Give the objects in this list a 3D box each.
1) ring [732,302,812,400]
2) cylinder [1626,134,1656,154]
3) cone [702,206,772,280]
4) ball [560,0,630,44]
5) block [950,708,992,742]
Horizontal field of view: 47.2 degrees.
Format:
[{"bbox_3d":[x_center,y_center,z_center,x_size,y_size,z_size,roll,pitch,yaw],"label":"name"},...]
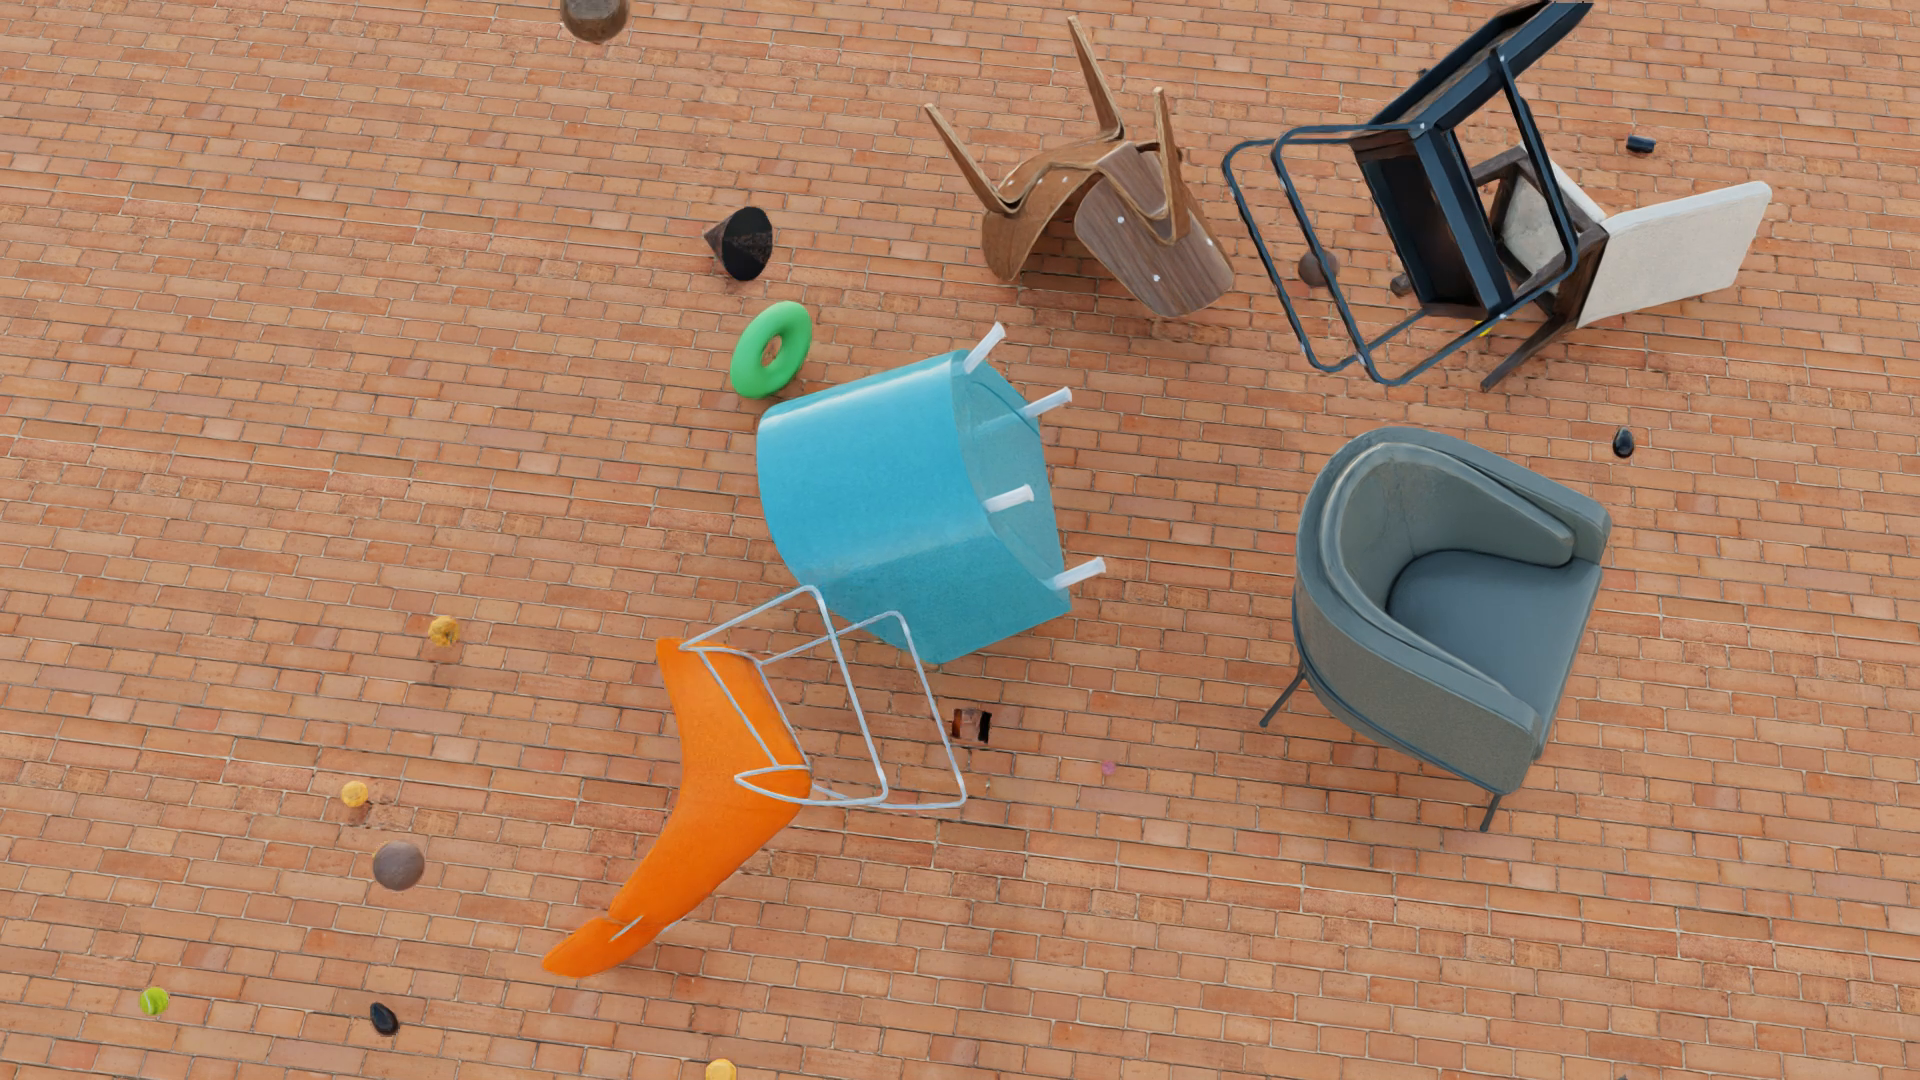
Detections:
[{"bbox_3d":[-0.585,-0.590,6.844,0.116,0.211,0.343,18,73,55],"label":"ring"},{"bbox_3d":[2.304,-1.342,7.445,0.087,0.049,0.057,13,46,9],"label":"cylinder"},{"bbox_3d":[-0.767,-0.980,7.170,0.231,0.242,0.211,17,9,43],"label":"cone"},{"bbox_3d":[-1.250,-1.824,7.531,0.240,0.240,0.240,0,56,0],"label":"ball"},{"bbox_3d":[0.029,0.480,5.697,0.072,0.064,0.077,2,81,42],"label":"block"}]
